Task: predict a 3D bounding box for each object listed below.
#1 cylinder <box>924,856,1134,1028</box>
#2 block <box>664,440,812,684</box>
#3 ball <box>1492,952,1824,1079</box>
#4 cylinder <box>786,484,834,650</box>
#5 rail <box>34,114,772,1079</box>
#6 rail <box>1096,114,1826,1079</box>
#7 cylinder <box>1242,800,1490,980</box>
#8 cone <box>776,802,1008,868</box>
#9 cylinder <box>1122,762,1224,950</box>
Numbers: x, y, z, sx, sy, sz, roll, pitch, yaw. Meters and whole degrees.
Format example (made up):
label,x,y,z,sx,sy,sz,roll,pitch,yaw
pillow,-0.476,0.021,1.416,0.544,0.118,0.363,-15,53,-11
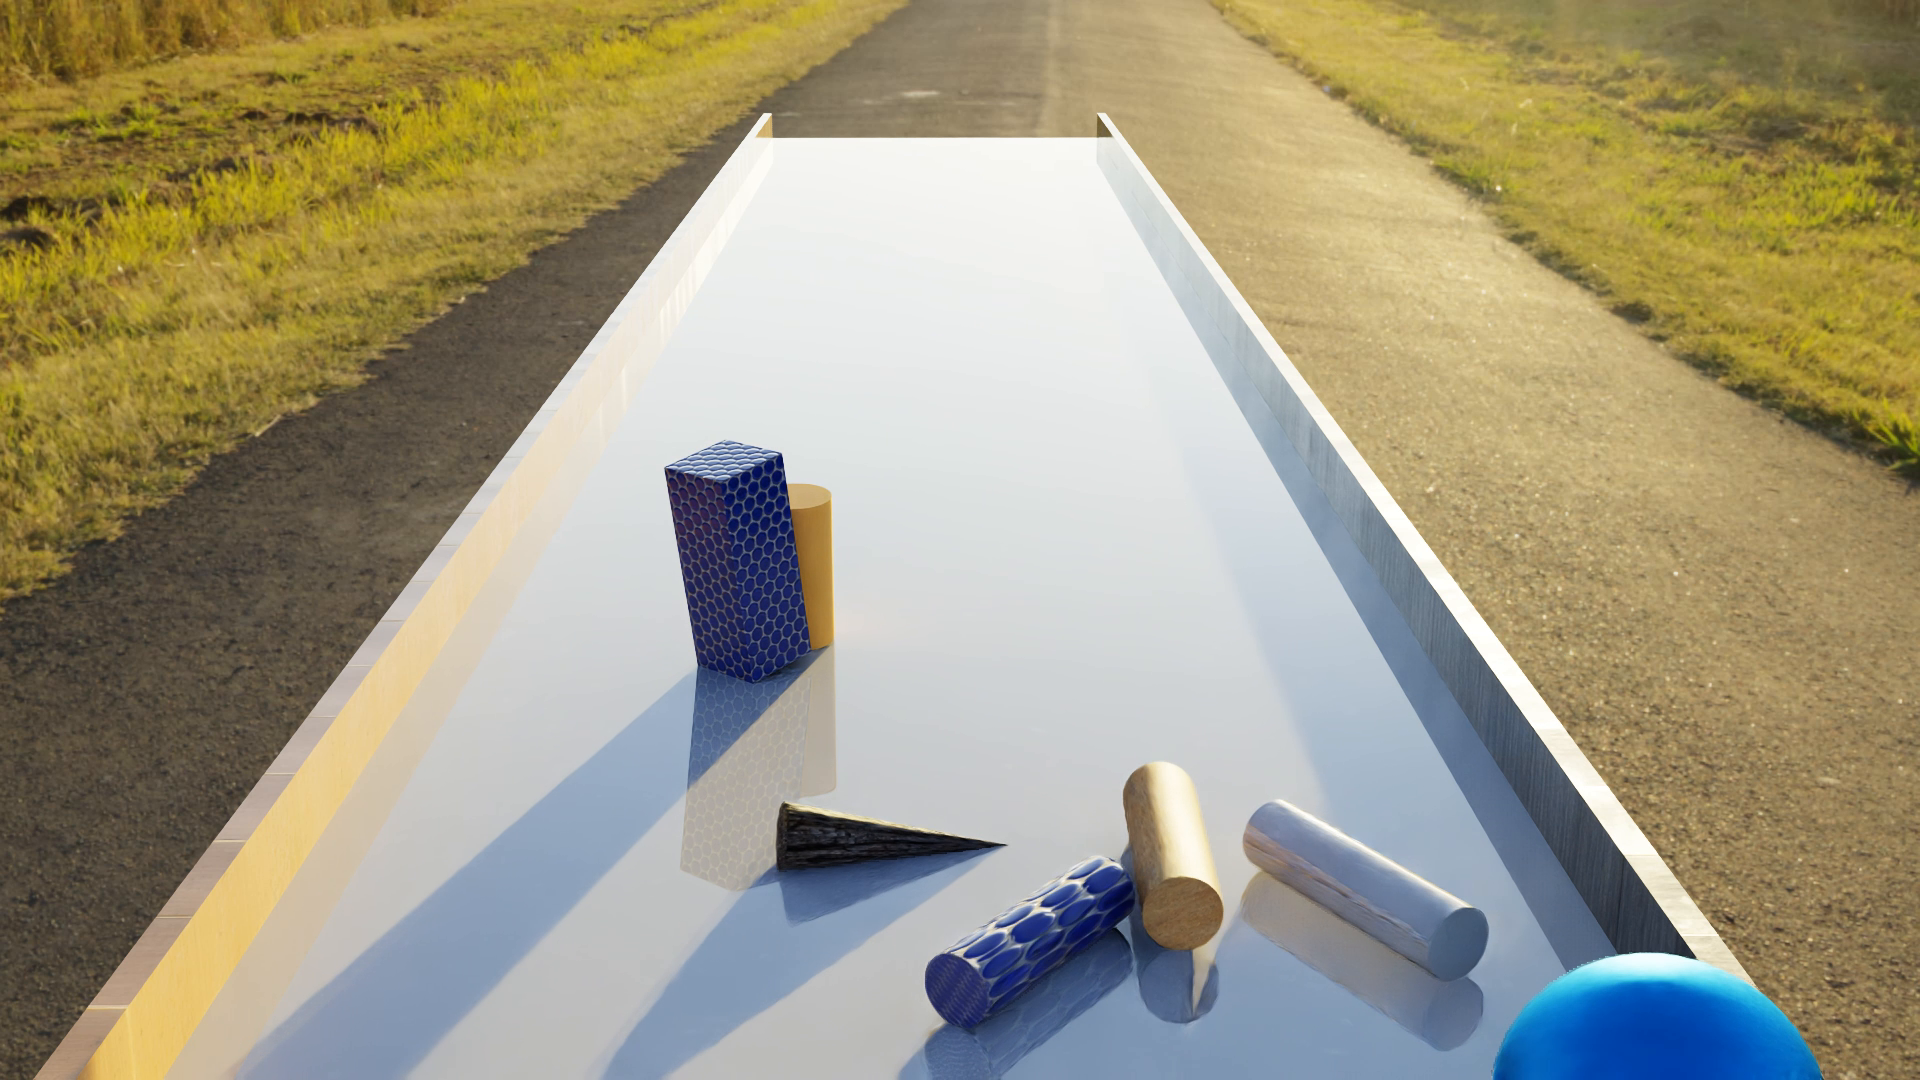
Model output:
label,x,y,z,sx,sy,sz,roll,pitch,yaw
cylinder,0.105,0.567,3.135,0.107,0.107,0.384,11,20,33
block,-0.432,0.041,4.305,0.162,0.426,0.162,14,31,40
ball,0.772,0.641,2.434,0.363,0.363,0.363,0,17,0
cylinder,-0.331,0.055,4.477,0.147,0.310,0.147,0,22,0
rail,-1.118,-0.838,7.780,0.050,0.150,12.000,0,17,-1
rail,0.932,-0.844,7.801,0.050,0.150,12.000,0,17,-1
cylinder,0.599,0.517,3.291,0.113,0.113,0.434,-9,19,-28
cone,-0.101,0.480,3.519,0.373,0.106,0.106,4,15,-14
cylinder,0.325,0.481,3.401,0.119,0.119,0.433,0,17,0
